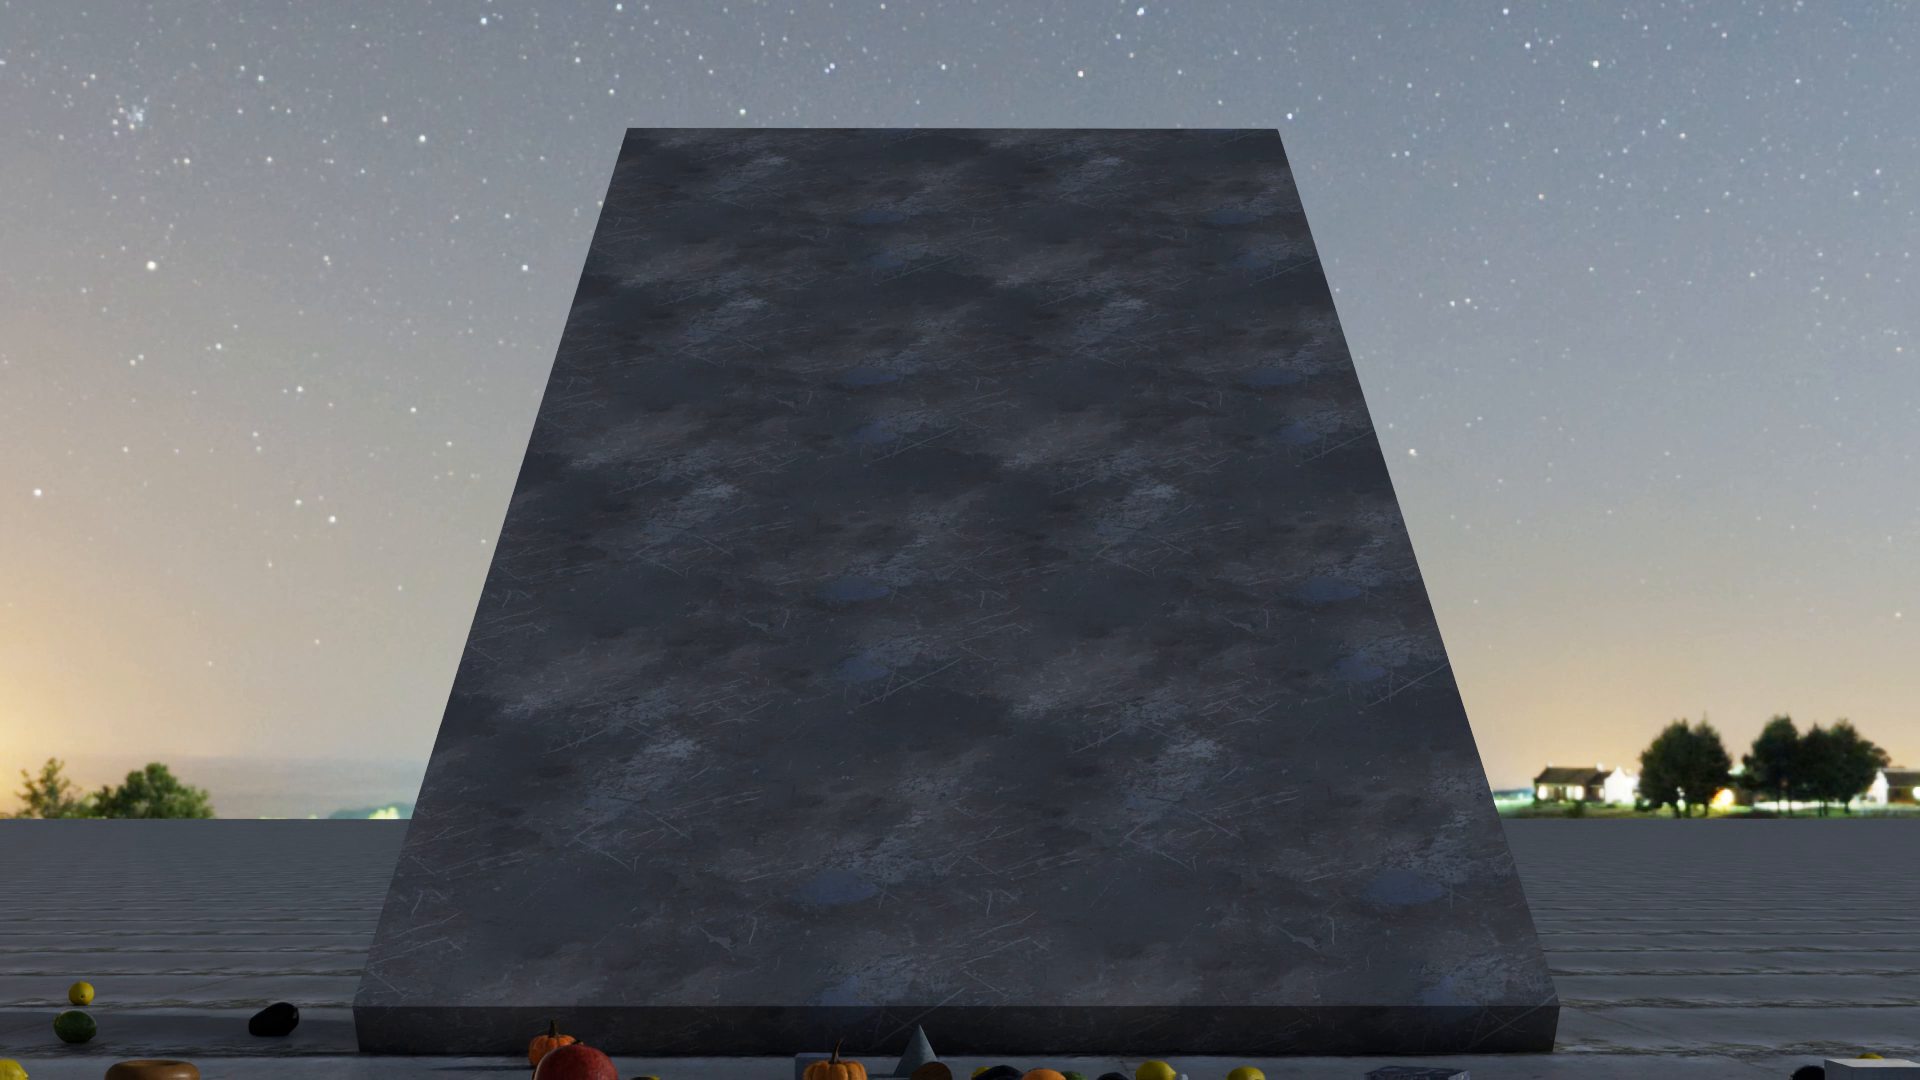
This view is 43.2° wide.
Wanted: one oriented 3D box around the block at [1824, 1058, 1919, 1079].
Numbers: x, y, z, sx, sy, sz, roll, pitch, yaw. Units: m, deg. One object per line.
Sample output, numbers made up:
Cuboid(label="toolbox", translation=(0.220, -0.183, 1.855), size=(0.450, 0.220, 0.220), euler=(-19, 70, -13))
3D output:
Cuboid(label="block", translation=(1.118, 0.685, 2.951), size=(0.095, 0.095, 0.095), euler=(0, -6, 0))

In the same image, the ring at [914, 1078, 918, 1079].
Cuboid(label="ring", translation=(-0.052, 0.741, 3.212), size=(0.131, 0.044, 0.131), euler=(1, -7, 0))

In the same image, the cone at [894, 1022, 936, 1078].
Cuboid(label="cone", translation=(-0.063, 0.776, 3.699), size=(0.080, 0.080, 0.080), euler=(0, -6, 0))

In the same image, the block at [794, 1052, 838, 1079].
Cuboid(label="block", translation=(-0.202, 0.757, 3.427), size=(0.058, 0.058, 0.058), euler=(0, -6, 0))

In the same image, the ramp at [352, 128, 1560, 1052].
Cuboid(label="ramp", translation=(-0.014, -0.204, 5.761), size=(2.000, 0.100, 4.000), euler=(0, 31, 0))

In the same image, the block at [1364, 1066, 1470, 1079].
Cuboid(label="block", translation=(0.534, 0.669, 2.826), size=(0.098, 0.098, 0.098), euler=(-3, -7, 26))

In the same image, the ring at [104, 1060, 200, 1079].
Cuboid(label="ring", translation=(-1.153, 0.769, 3.464), size=(0.130, 0.043, 0.130), euler=(1, -7, 0))
